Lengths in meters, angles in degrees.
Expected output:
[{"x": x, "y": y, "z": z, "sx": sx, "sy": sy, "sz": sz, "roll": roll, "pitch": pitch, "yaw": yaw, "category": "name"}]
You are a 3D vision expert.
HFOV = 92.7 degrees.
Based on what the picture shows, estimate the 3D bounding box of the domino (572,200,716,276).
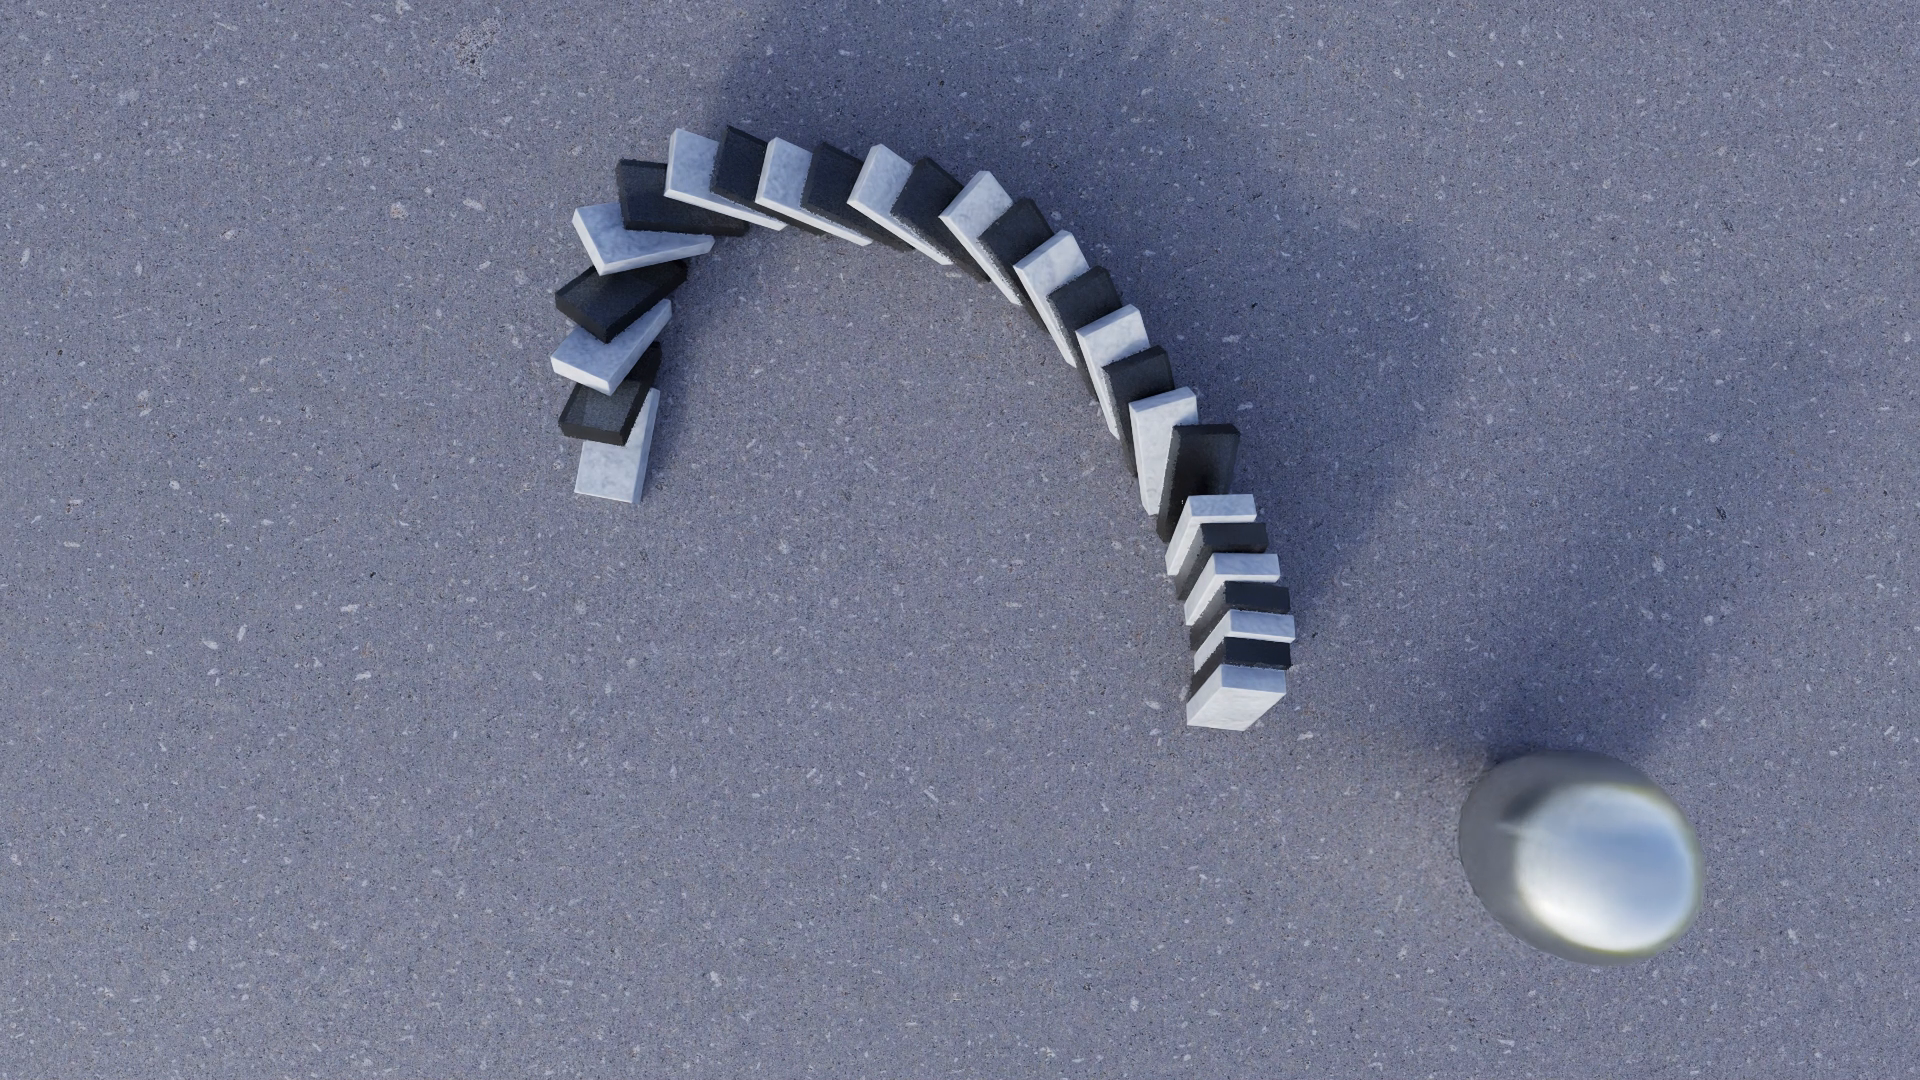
[{"x": -0.131, "y": -0.129, "z": 0.382, "sx": 0.050, "sy": 0.009, "sz": 0.025, "roll": -27, "pitch": 90, "yaw": -35, "category": "domino"}]

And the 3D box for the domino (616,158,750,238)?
[{"x": -0.115, "y": -0.142, "z": 0.382, "sx": 0.050, "sy": 0.010, "sz": 0.025, "roll": -8, "pitch": 89, "yaw": -34, "category": "domino"}]

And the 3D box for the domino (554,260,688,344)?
[{"x": -0.140, "y": -0.106, "z": 0.382, "sx": 0.025, "sy": 0.010, "sz": 0.050, "roll": 36, "pitch": 57, "yaw": 0, "category": "domino"}]

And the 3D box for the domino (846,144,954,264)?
[{"x": -0.020, "y": -0.139, "z": 0.383, "sx": 0.050, "sy": 0.010, "sz": 0.025, "roll": 24, "pitch": 90, "yaw": -33, "category": "domino"}]

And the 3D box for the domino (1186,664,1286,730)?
[{"x": 0.112, "y": 0.065, "z": 0.376, "sx": 0.025, "sy": 0.050, "sz": 0.010, "roll": 6, "pitch": 62, "yaw": 0, "category": "domino"}]

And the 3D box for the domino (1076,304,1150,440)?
[{"x": 0.069, "y": -0.070, "z": 0.383, "sx": 0.025, "sy": 0.010, "sz": 0.050, "roll": -26, "pitch": 122, "yaw": 0, "category": "domino"}]

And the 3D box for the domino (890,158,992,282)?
[{"x": -0.002, "y": -0.133, "z": 0.383, "sx": 0.050, "sy": 0.009, "sz": 0.025, "roll": 29, "pitch": 90, "yaw": -33, "category": "domino"}]

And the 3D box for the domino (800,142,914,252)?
[{"x": -0.039, "y": -0.142, "z": 0.383, "sx": 0.050, "sy": 0.010, "sz": 0.025, "roll": 14, "pitch": 90, "yaw": -32, "category": "domino"}]

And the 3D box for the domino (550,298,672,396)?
[{"x": -0.145, "y": -0.085, "z": 0.383, "sx": 0.025, "sy": 0.010, "sz": 0.050, "roll": 24, "pitch": 59, "yaw": 0, "category": "domino"}]

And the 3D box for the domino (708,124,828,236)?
[{"x": -0.077, "y": -0.149, "z": 0.382, "sx": 0.050, "sy": 0.010, "sz": 0.025, "roll": 14, "pitch": 88, "yaw": -32, "category": "domino"}]

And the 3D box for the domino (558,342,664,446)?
[{"x": -0.145, "y": -0.064, "z": 0.382, "sx": 0.025, "sy": 0.010, "sz": 0.050, "roll": 10, "pitch": 58, "yaw": 0, "category": "domino"}]

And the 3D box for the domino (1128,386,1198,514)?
[{"x": 0.087, "y": -0.037, "z": 0.382, "sx": 0.025, "sy": 0.009, "sz": 0.050, "roll": -16, "pitch": 124, "yaw": -1, "category": "domino"}]

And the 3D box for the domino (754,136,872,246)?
[{"x": -0.058, "y": -0.145, "z": 0.383, "sx": 0.050, "sy": 0.009, "sz": 0.025, "roll": 13, "pitch": 90, "yaw": -32, "category": "domino"}]

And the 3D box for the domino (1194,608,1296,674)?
[{"x": 0.115, "y": 0.044, "z": 0.376, "sx": 0.025, "sy": 0.050, "sz": 0.010, "roll": 6, "pitch": 62, "yaw": 0, "category": "domino"}]

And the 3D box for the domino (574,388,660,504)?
[{"x": -0.148, "y": -0.043, "z": 0.395, "sx": 0.025, "sy": 0.010, "sz": 0.050, "roll": 10, "pitch": 90, "yaw": 0, "category": "domino"}]

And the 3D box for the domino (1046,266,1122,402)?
[{"x": 0.058, "y": -0.085, "z": 0.383, "sx": 0.025, "sy": 0.010, "sz": 0.050, "roll": -31, "pitch": 122, "yaw": 0, "category": "domino"}]

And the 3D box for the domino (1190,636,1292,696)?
[{"x": 0.114, "y": 0.055, "z": 0.376, "sx": 0.025, "sy": 0.050, "sz": 0.009, "roll": 6, "pitch": 62, "yaw": 0, "category": "domino"}]

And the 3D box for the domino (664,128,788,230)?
[{"x": -0.096, "y": -0.150, "z": 0.382, "sx": 0.050, "sy": 0.010, "sz": 0.025, "roll": 7, "pitch": 88, "yaw": -32, "category": "domino"}]

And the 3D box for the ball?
[{"x": 0.241, "y": 0.123, "z": 0.360, "sx": 0.080, "sy": 0.080, "sz": 0.080, "roll": 0, "pitch": 90, "yaw": 0, "category": "ball"}]

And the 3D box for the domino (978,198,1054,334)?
[{"x": 0.032, "y": -0.114, "z": 0.382, "sx": 0.025, "sy": 0.010, "sz": 0.050, "roll": -42, "pitch": 122, "yaw": -1, "category": "domino"}]

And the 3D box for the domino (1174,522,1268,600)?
[{"x": 0.106, "y": 0.010, "z": 0.376, "sx": 0.025, "sy": 0.050, "sz": 0.010, "roll": -1, "pitch": 61, "yaw": 0, "category": "domino"}]

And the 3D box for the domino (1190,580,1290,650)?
[{"x": 0.114, "y": 0.033, "z": 0.376, "sx": 0.025, "sy": 0.050, "sz": 0.009, "roll": 6, "pitch": 62, "yaw": 0, "category": "domino"}]

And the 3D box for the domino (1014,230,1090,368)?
[{"x": 0.046, "y": -0.100, "z": 0.383, "sx": 0.025, "sy": 0.010, "sz": 0.050, "roll": -37, "pitch": 122, "yaw": -1, "category": "domino"}]

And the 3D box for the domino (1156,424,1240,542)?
[{"x": 0.098, "y": -0.023, "z": 0.381, "sx": 0.025, "sy": 0.010, "sz": 0.050, "roll": -3, "pitch": 122, "yaw": -8, "category": "domino"}]

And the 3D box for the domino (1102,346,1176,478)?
[{"x": 0.078, "y": -0.053, "z": 0.383, "sx": 0.025, "sy": 0.010, "sz": 0.050, "roll": -22, "pitch": 122, "yaw": 0, "category": "domino"}]

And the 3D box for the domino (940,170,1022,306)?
[{"x": 0.017, "y": -0.125, "z": 0.382, "sx": 0.025, "sy": 0.009, "sz": 0.050, "roll": -48, "pitch": 123, "yaw": -1, "category": "domino"}]

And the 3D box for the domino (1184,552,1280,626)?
[{"x": 0.110, "y": 0.021, "z": 0.376, "sx": 0.025, "sy": 0.050, "sz": 0.010, "roll": 1, "pitch": 62, "yaw": 0, "category": "domino"}]

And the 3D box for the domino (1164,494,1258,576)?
[{"x": 0.102, "y": -0.001, "z": 0.376, "sx": 0.025, "sy": 0.050, "sz": 0.010, "roll": -2, "pitch": 61, "yaw": 0, "category": "domino"}]
